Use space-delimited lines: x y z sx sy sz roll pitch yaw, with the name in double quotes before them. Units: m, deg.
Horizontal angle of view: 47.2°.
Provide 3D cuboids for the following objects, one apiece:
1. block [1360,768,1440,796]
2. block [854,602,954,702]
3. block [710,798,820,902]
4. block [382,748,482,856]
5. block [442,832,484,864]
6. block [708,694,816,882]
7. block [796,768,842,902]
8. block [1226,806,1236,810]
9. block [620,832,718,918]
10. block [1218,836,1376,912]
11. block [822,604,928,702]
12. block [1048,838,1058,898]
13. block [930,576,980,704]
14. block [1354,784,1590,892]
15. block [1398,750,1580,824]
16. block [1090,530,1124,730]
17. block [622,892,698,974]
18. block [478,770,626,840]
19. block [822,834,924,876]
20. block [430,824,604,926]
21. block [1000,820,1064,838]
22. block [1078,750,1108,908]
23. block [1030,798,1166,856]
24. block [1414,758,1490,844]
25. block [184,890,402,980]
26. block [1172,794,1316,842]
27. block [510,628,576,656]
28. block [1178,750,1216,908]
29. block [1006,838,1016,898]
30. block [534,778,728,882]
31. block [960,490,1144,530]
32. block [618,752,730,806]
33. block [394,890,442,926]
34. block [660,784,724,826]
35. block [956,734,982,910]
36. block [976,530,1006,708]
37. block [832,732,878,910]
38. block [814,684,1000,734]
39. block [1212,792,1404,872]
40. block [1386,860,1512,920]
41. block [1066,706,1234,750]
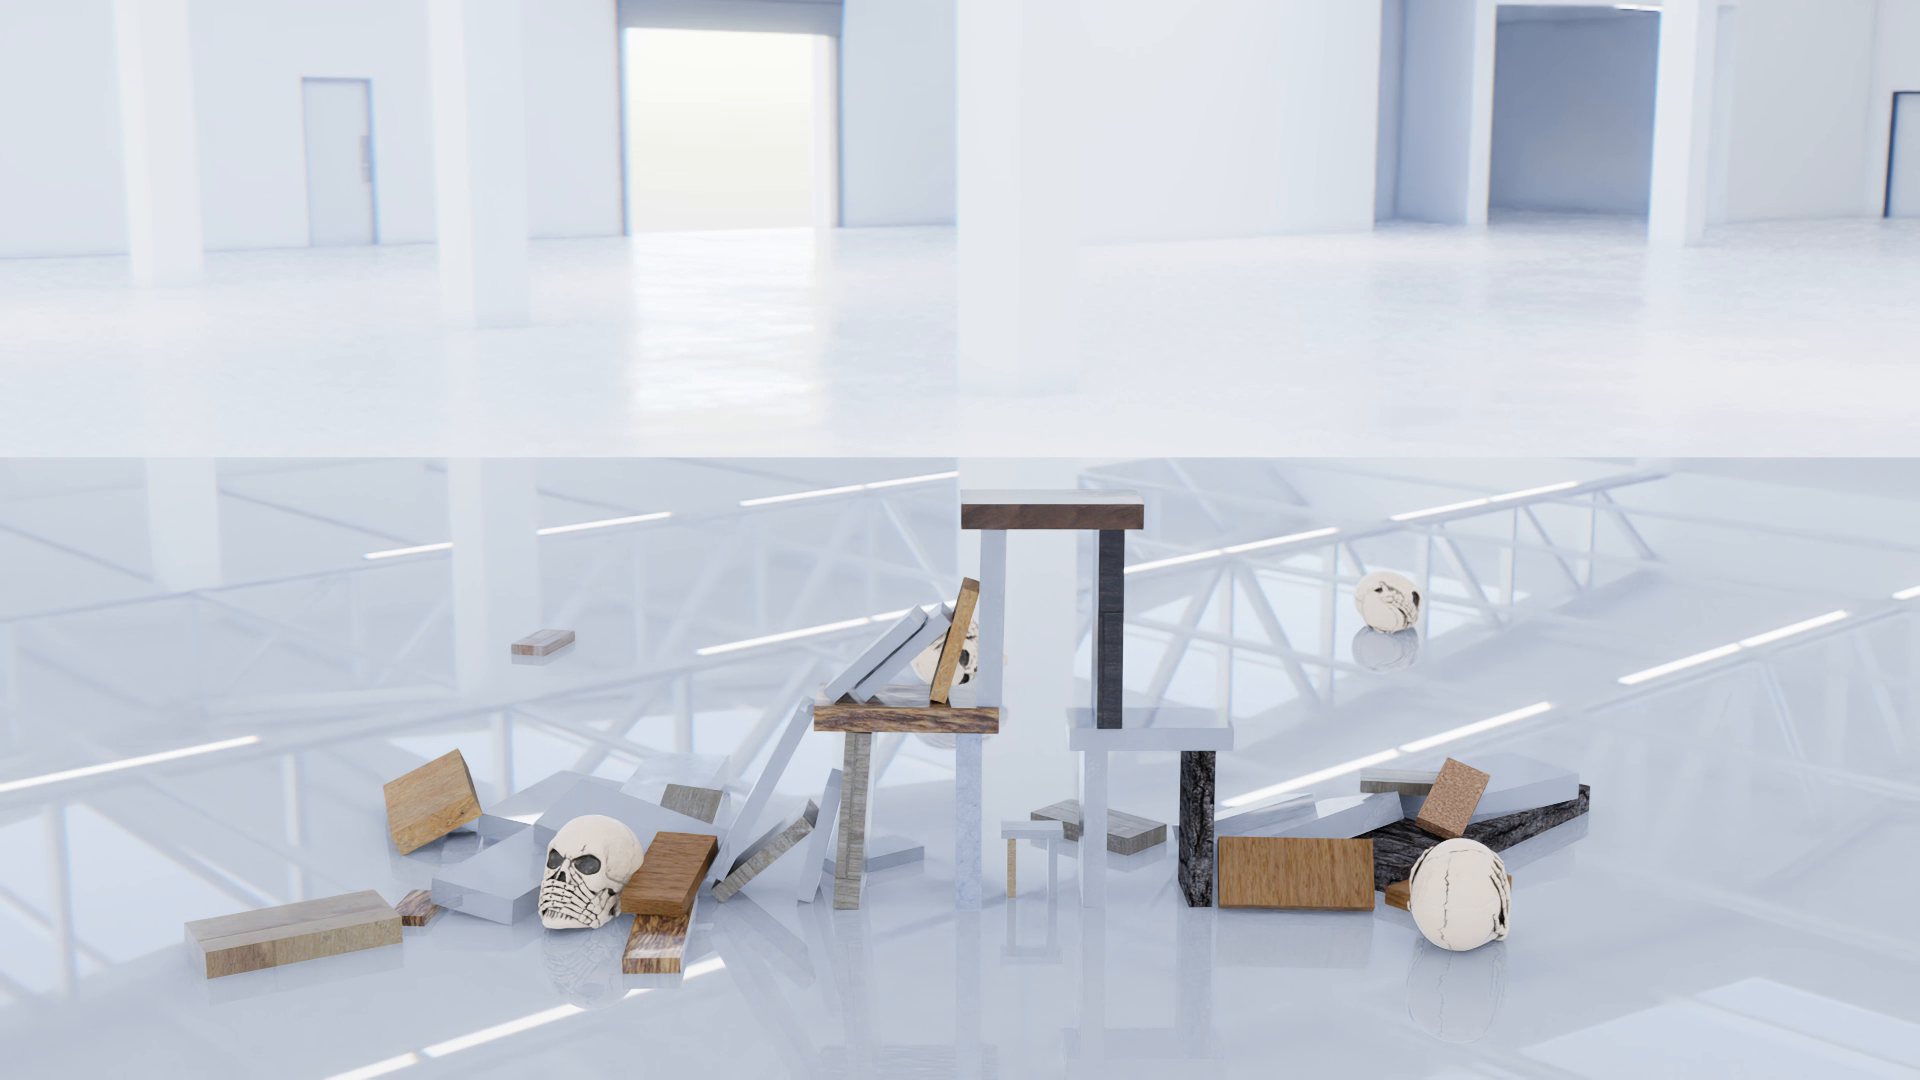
"block" 0.795 0.432 3.922 0.160 0.023 0.080 2 11 9
"block" -0.091 0.181 3.588 0.191 0.027 0.095 -42 7 8
"block" -0.322 0.516 3.654 0.202 0.029 0.101 -39 6 9
"block" -0.965 0.474 4.013 0.154 0.044 0.309 -27 17 -11
"block" -0.877 0.542 3.881 0.061 0.017 0.122 -1 11 -7
"block" -0.324 0.408 3.627 0.029 0.317 0.102 28 9 -3
"block" -0.228 0.490 3.654 0.029 0.202 0.101 15 11 0
"block" 0.501 0.519 3.988 0.080 0.023 0.160 5 12 27
"block" -0.472 0.543 3.582 0.102 0.029 0.204 3 24 10
"block" 0.549 0.546 3.598 0.251 0.112 0.032 1 -21 3
"block" -0.137 0.183 3.573 0.191 0.027 0.095 -42 3 13
"block" 0.154 0.539 3.664 0.015 0.103 0.051 0 11 0
"block" -0.009 0.162 3.584 0.027 0.191 0.095 17 10 -2
"block" 0.892 0.515 3.937 0.172 0.049 0.648 10 14 42
"block" 0.941 0.453 4.003 0.345 0.049 0.172 -7 13 -33
"block" 0.240 0.131 3.586 0.041 0.327 0.145 0 11 -1
"block" -0.471 0.614 3.470 0.087 0.025 0.309 0 11 -2
"block" -0.738 0.493 4.028 0.149 0.042 0.298 9 12 18
"block" -0.159 0.549 3.823 0.175 0.025 0.087 -8 13 -36
"block" -0.730 0.556 3.682 0.154 0.044 0.309 11 14 20
"block" 0.119 0.481 3.653 0.103 0.015 0.051 0 11 0
"block" 0.220 0.459 3.645 0.038 0.266 0.133 0 11 0
"block" 0.249 0.517 3.972 0.225 0.032 0.113 9 14 42
"block" 0.858 0.452 3.828 0.080 0.023 0.160 23 46 17
"block" -1.040 0.613 3.432 0.298 0.042 0.149 -6 12 -30
"block" 0.497 0.487 3.847 0.225 0.032 0.113 -12 -2 -22
"block" -1.027 0.252 5.421 0.087 0.025 0.175 3 11 15
"block" 0.392 0.459 3.646 0.038 0.265 0.133 0 11 -2
"block" 0.085 0.539 3.664 0.015 0.103 0.051 0 11 0
"block" -0.556 0.505 3.735 0.298 0.042 0.149 17 31 18
"block" 0.146 -0.050 3.551 0.290 0.041 0.145 0 11 -1
"block" -0.544 0.474 4.079 0.154 0.044 0.419 1 11 5
"block" -0.881 0.598 3.578 0.061 0.017 0.122 1 11 5
"block" -0.482 0.504 3.820 0.101 0.029 0.202 7 33 4
"block" 0.014 0.444 3.640 0.042 0.298 0.149 0 11 0
"block" 0.051 0.113 3.581 0.041 0.290 0.145 2 11 1
"block" -0.171 0.443 3.638 0.042 0.298 0.149 5 11 2
"block" -0.086 0.276 3.607 0.298 0.042 0.149 1 11 0
"block" 0.587 0.505 3.810 0.345 0.049 0.172 -12 -3 -38
"block" 0.811 0.580 3.646 0.204 0.029 0.102 -9 14 -40
"block" 0.309 0.310 3.618 0.266 0.038 0.133 0 11 0
